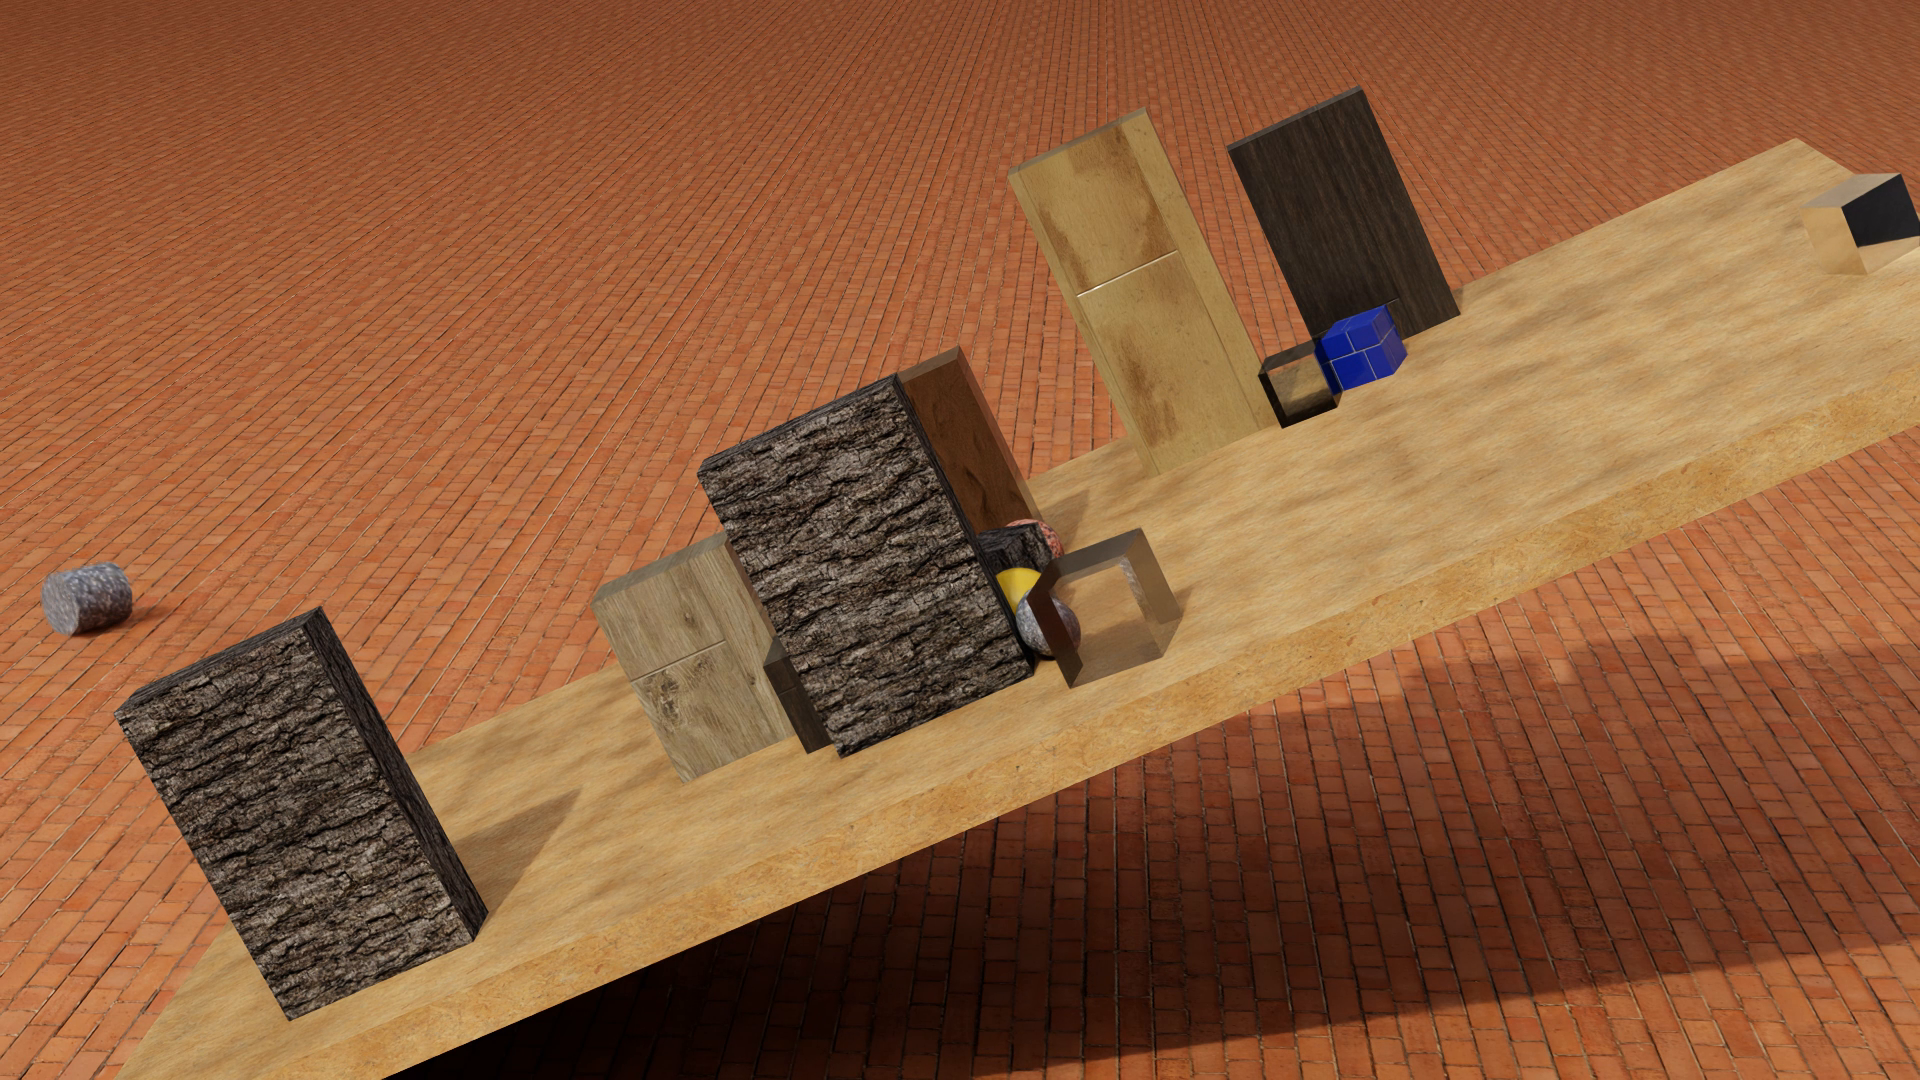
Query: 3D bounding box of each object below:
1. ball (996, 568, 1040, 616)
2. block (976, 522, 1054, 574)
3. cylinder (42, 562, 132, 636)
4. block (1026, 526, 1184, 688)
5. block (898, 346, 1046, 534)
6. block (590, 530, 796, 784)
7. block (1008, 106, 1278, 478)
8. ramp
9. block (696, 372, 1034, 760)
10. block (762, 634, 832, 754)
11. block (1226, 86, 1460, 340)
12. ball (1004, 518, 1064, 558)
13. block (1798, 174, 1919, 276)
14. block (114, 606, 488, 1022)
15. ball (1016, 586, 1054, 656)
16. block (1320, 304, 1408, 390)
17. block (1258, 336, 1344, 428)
[{"bbox_3d":[0.119,0.136,5.858,0.164,0.164,0.164,0,16,0],"label":"ball"},{"bbox_3d":[0.082,0.094,6.052,0.181,0.181,0.181,-36,16,-36],"label":"block"},{"bbox_3d":[-2.724,0.184,9.185,0.195,0.195,0.195,13,20,38],"label":"cylinder"},{"bbox_3d":[0.274,0.127,5.529,0.195,0.195,0.195,-20,14,23],"label":"block"},{"bbox_3d":[-0.055,-0.105,6.350,0.355,0.512,0.142,-24,13,9],"label":"block"},{"bbox_3d":[-0.523,0.239,6.094,0.309,0.425,0.141,-24,13,9],"label":"block"},{"bbox_3d":[0.422,-0.554,6.629,0.337,0.762,0.112,-24,13,9],"label":"block"},{"bbox_3d":[0.136,0.169,6.282,4.000,0.100,2.000,-24,13,9],"label":"ramp"},{"bbox_3d":[-0.178,0.053,5.701,0.416,0.633,0.115,-24,13,9],"label":"block"},{"bbox_3d":[-0.252,0.273,5.943,0.202,0.202,0.202,-24,13,10],"label":"block"},{"bbox_3d":[0.887,-0.716,6.802,0.334,0.572,0.085,-24,13,9],"label":"block"},{"bbox_3d":[0.143,0.034,6.224,0.157,0.157,0.157,0,16,0],"label":"ball"},{"bbox_3d":[1.751,-0.613,5.710,0.146,0.146,0.146,-29,13,-13],"label":"block"},{"bbox_3d":[-1.282,0.538,5.754,0.415,0.704,0.148,-24,13,9],"label":"block"},{"bbox_3d":[0.180,0.153,5.716,0.146,0.146,0.146,0,16,0],"label":"ball"},{"bbox_3d":[0.914,-0.434,6.643,0.128,0.128,0.128,-18,15,30],"label":"block"},{"bbox_3d":[0.764,-0.353,6.594,0.135,0.135,0.135,-21,14,20],"label":"block"}]
